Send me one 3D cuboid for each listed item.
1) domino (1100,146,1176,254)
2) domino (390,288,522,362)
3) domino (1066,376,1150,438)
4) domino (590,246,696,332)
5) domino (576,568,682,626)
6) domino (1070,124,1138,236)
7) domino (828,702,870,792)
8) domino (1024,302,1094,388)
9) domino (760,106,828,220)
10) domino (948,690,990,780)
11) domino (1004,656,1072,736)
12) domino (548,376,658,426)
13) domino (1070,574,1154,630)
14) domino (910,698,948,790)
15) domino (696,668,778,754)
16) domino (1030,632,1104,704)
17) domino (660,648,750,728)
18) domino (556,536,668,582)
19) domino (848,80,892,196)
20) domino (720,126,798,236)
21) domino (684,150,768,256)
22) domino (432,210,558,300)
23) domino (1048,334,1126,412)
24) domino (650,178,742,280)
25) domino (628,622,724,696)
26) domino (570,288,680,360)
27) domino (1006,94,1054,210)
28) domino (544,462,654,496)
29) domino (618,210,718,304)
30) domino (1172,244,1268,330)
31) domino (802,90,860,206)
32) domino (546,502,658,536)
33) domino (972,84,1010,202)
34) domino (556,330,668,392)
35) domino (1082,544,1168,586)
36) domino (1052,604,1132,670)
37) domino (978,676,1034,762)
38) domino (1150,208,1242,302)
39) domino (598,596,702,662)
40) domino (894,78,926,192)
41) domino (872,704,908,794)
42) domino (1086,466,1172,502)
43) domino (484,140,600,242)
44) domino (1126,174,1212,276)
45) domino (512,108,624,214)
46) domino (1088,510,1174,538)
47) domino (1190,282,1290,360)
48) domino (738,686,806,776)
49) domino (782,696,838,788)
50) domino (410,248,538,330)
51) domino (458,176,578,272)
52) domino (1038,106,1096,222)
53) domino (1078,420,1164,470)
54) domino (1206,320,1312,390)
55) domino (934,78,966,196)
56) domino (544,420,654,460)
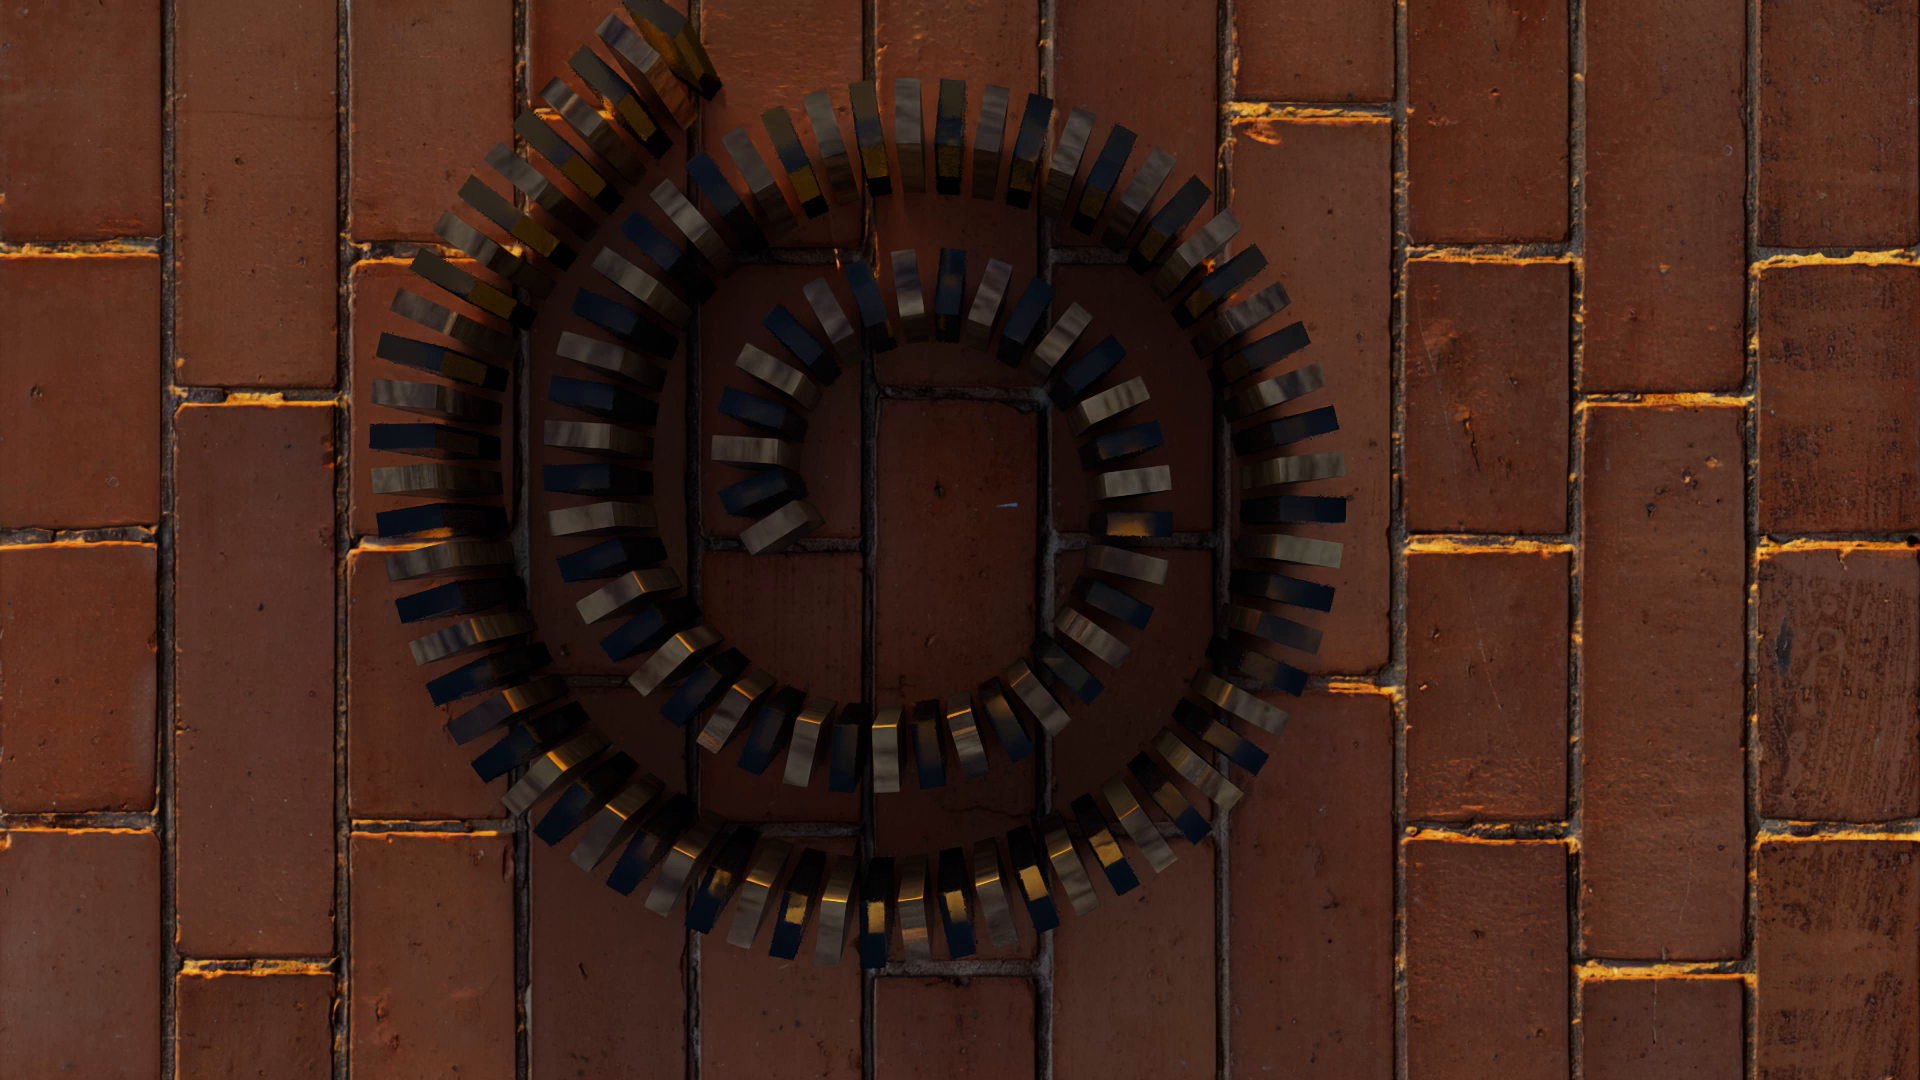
[{"bbox_3d":[0.072,-0.138,0.375,0.009,0.050,0.025,35,90,0],"label":"domino"},{"bbox_3d":[-0.205,-0.087,0.375,0.025,0.050,0.009,24,90,0],"label":"domino"},{"bbox_3d":[0.059,-0.054,0.375,0.025,0.050,0.010,-24,90,0],"label":"domino"},{"bbox_3d":[-0.128,-0.102,0.375,0.025,0.050,0.010,34,90,0],"label":"domino"},{"bbox_3d":[-0.134,0.022,0.375,0.025,0.050,0.009,-30,90,0],"label":"domino"},{"bbox_3d":[0.058,-0.146,0.375,0.009,0.050,0.025,27,90,0],"label":"domino"},{"bbox_3d":[-0.045,0.084,0.375,0.010,0.050,0.025,4,90,0],"label":"domino"},{"bbox_3d":[0.040,-0.079,0.375,0.010,0.050,0.025,39,90,0],"label":"domino"},{"bbox_3d":[-0.067,-0.153,0.375,0.009,0.050,0.025,-25,90,0],"label":"domino"},{"bbox_3d":[0.003,0.079,0.375,0.010,0.050,0.025,-18,90,0],"label":"domino"},{"bbox_3d":[0.031,0.063,0.375,0.010,0.050,0.025,-40,90,0],"label":"domino"},{"bbox_3d":[-0.145,-0.056,0.375,0.025,0.050,0.010,9,90,0],"label":"domino"},{"bbox_3d":[0.061,0.025,0.375,0.025,0.050,0.010,26,90,0],"label":"domino"},{"bbox_3d":[-0.012,0.082,0.375,0.010,0.050,0.025,-9,90,0],"label":"domino"},{"bbox_3d":[-0.090,0.069,0.375,0.009,0.050,0.025,33,90,0],"label":"domino"},{"bbox_3d":[0.043,0.051,0.375,0.025,0.050,0.009,42,90,0],"label":"domino"},{"bbox_3d":[-0.103,0.059,0.375,0.010,0.050,0.025,41,90,0],"label":"domino"},{"bbox_3d":[-0.141,0.008,0.375,0.025,0.050,0.010,-20,90,0],"label":"domino"},{"bbox_3d":[-0.036,-0.163,0.375,0.009,0.050,0.025,-9,90,0],"label":"domino"},{"bbox_3d":[-0.081,-0.145,0.375,0.009,0.050,0.025,-31,90,0],"label":"domino"},{"bbox_3d":[-0.094,-0.136,0.375,0.009,0.050,0.025,-37,90,0],"label":"domino"},{"bbox_3d":[-0.189,-0.115,0.375,0.025,0.050,0.009,34,90,0],"label":"domino"},{"bbox_3d":[0.051,-0.067,0.375,0.025,0.050,0.009,-39,90,0],"label":"domino"},{"bbox_3d":[-0.107,-0.126,0.375,0.010,0.050,0.025,-42,90,0],"label":"domino"},{"bbox_3d":[-0.115,0.048,0.375,0.025,0.050,0.009,-43,90,0],"label":"domino"},{"bbox_3d":[-0.136,-0.087,0.375,0.025,0.050,0.010,23,90,0],"label":"domino"},{"bbox_3d":[0.028,-0.157,0.375,0.009,0.050,0.025,16,90,0],"label":"domino"},{"bbox_3d":[-0.146,-0.024,0.375,0.025,0.050,0.010,-2,90,0],"label":"domino"},{"bbox_3d":[-0.118,-0.114,0.375,0.025,0.050,0.010,42,90,0],"label":"domino"},{"bbox_3d":[0.105,-0.102,0.375,0.025,0.050,0.009,-34,90,0],"label":"domino"},{"bbox_3d":[-0.052,-0.159,0.375,0.010,0.050,0.025,-18,90,0],"label":"domino"},{"bbox_3d":[-0.145,-0.008,0.375,0.025,0.050,0.010,-9,90,0],"label":"domino"},{"bbox_3d":[0.012,-0.161,0.375,0.010,0.050,0.025,11,90,0],"label":"domino"},{"bbox_3d":[-0.141,-0.072,0.375,0.025,0.050,0.010,15,90,0],"label":"domino"},{"bbox_3d":[0.067,0.010,0.375,0.025,0.050,0.010,14,90,0],"label":"domino"},{"bbox_3d":[0.053,0.039,0.375,0.025,0.050,0.010,34,90,0],"label":"domino"},{"bbox_3d":[0.018,0.072,0.375,0.010,0.050,0.025,-30,90,0],"label":"domino"},{"bbox_3d":[0.095,-0.115,0.375,0.025,0.050,0.009,-40,90,0],"label":"domino"},{"bbox_3d":[-0.125,0.036,0.375,0.025,0.050,0.009,-37,90,0],"label":"domino"},{"bbox_3d":[-0.020,-0.164,0.375,0.009,0.050,0.025,-1,90,0],"label":"domino"},{"bbox_3d":[-0.028,0.084,0.375,0.009,0.050,0.025,-3,90,0],"label":"domino"},{"bbox_3d":[0.068,-0.022,0.375,0.025,0.050,0.009,-7,90,0],"label":"domino"},{"bbox_3d":[-0.169,-0.141,0.375,0.025,0.050,0.009,39,90,0],"label":"domino"},{"bbox_3d":[0.084,-0.127,0.375,0.010,0.050,0.025,44,90,0],"label":"domino"},{"bbox_3d":[-0.159,-0.154,0.375,0.025,0.050,0.010,41,90,0],"label":"domino"},{"bbox_3d":[0.069,-0.006,0.375,0.025,0.050,0.010,2,90,0],"label":"domino"},{"bbox_3d":[0.114,-0.089,0.375,0.025,0.050,0.010,-29,90,0],"label":"domino"},{"bbox_3d":[-0.076,0.077,0.375,0.009,0.050,0.025,23,90,0],"label":"domino"},{"bbox_3d":[-0.061,0.082,0.375,0.009,0.050,0.025,12,90,0],"label":"domino"},{"bbox_3d":[-0.197,-0.102,0.375,0.025,0.050,0.010,30,90,0],"label":"domino"},{"bbox_3d":[-0.179,-0.128,0.375,0.025,0.050,0.010,37,90,0],"label":"domino"},{"bbox_3d":[0.043,-0.152,0.375,0.009,0.050,0.025,21,90,0],"label":"domino"},{"bbox_3d":[0.065,-0.038,0.375,0.025,0.050,0.010,-15,90,0],"label":"domino"},{"bbox_3d":[0.121,-0.074,0.375,0.025,0.050,0.009,-25,90,0],"label":"domino"},{"bbox_3d":[-0.004,-0.163,0.375,0.010,0.050,0.025,5,90,0],"label":"domino"},{"bbox_3d":[-0.146,-0.040,0.375,0.025,0.050,0.010,3,90,0],"label":"domino"}]
